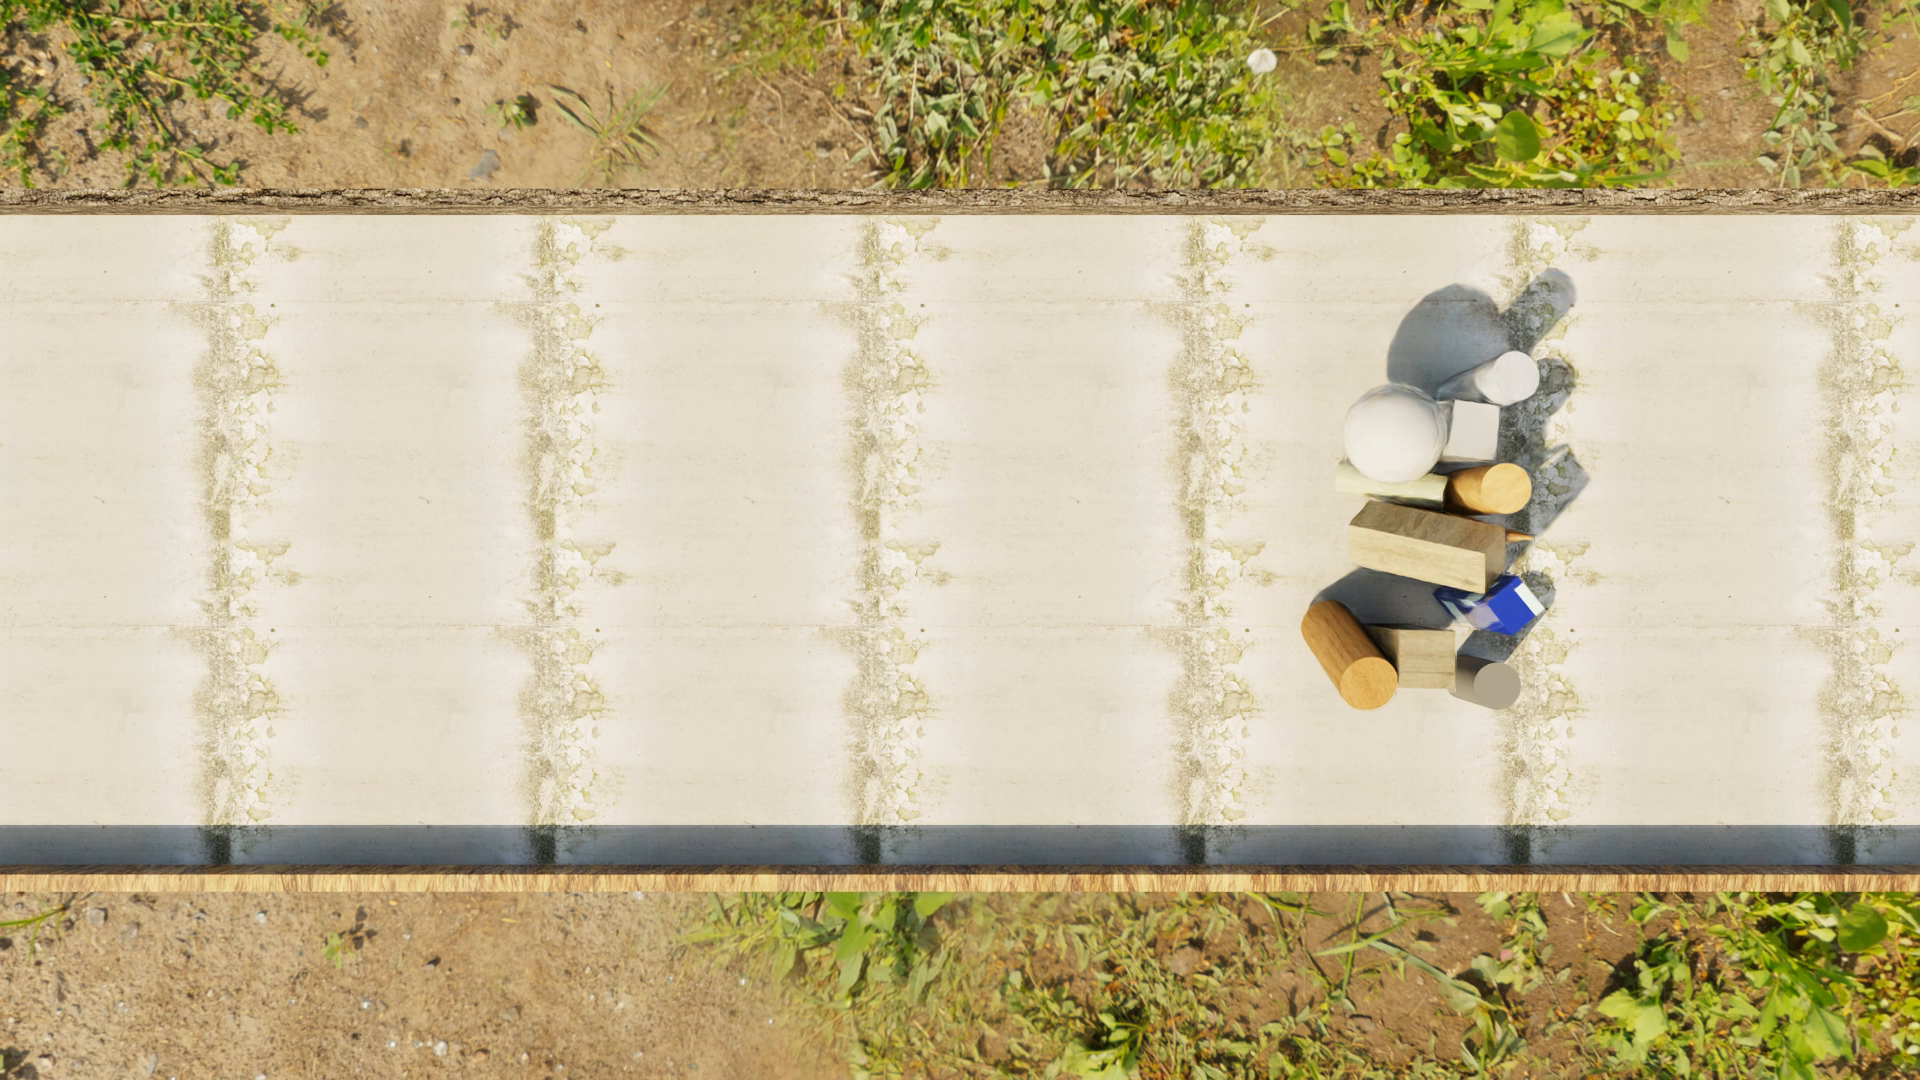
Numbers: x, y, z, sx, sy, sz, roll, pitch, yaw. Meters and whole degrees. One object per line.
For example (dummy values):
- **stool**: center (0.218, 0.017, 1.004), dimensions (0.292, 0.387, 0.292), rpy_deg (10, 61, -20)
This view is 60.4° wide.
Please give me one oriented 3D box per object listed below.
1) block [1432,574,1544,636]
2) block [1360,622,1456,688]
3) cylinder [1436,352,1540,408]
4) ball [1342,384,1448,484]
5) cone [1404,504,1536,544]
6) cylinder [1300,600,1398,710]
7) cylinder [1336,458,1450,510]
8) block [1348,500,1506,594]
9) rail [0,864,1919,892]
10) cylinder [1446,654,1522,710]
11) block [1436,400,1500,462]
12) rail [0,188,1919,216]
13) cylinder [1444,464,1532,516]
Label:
- **block**: center (1.544, 0.178, 4.845), dimensions (0.118, 0.456, 0.118), rpy_deg (-40, 93, -1)
- **block**: center (1.301, 0.337, 4.860), dimensions (0.164, 0.423, 0.164), rpy_deg (1, 90, -4)
- **cylinder**: center (1.558, -0.450, 4.885), dimensions (0.142, 0.362, 0.142), rpy_deg (1, 84, -9)
- **ball**: center (1.241, -0.303, 4.713), dimensions (0.290, 0.290, 0.290), rpy_deg (0, 90, 0)
- **cone**: center (1.512, -0.019, 4.865), dimensions (0.176, 0.413, 0.176), rpy_deg (-5, 97, -42)
- **cylinder**: center (1.137, 0.333, 4.845), dimensions (0.164, 0.433, 0.164), rpy_deg (-1, 109, -3)
- **cylinder**: center (1.301, -0.168, 4.965), dimensions (0.319, 0.104, 0.104), rpy_deg (12, 90, 24)
- **block**: center (1.359, 0.017, 4.807), dimensions (0.414, 0.142, 0.142), rpy_deg (14, 131, 36)
- **rail**: center (-2.247, 1.025, 5.001), dimensions (12.000, 0.150, 0.050), rpy_deg (0, 90, 0)
- **cylinder**: center (1.551, 0.422, 4.918), dimensions (0.137, 0.316, 0.137), rpy_deg (0, 90, 0)
- **block**: center (1.422, -0.320, 4.893), dimensions (0.159, 0.329, 0.159), rpy_deg (5, 90, -20)
- **rail**: center (-2.247, -1.025, 5.002), dimensions (12.000, 0.150, 0.050), rpy_deg (0, 90, 0)
- **cylinder**: center (1.539, -0.145, 4.866), dimensions (0.143, 0.419, 0.143), rpy_deg (0, 90, -1)
